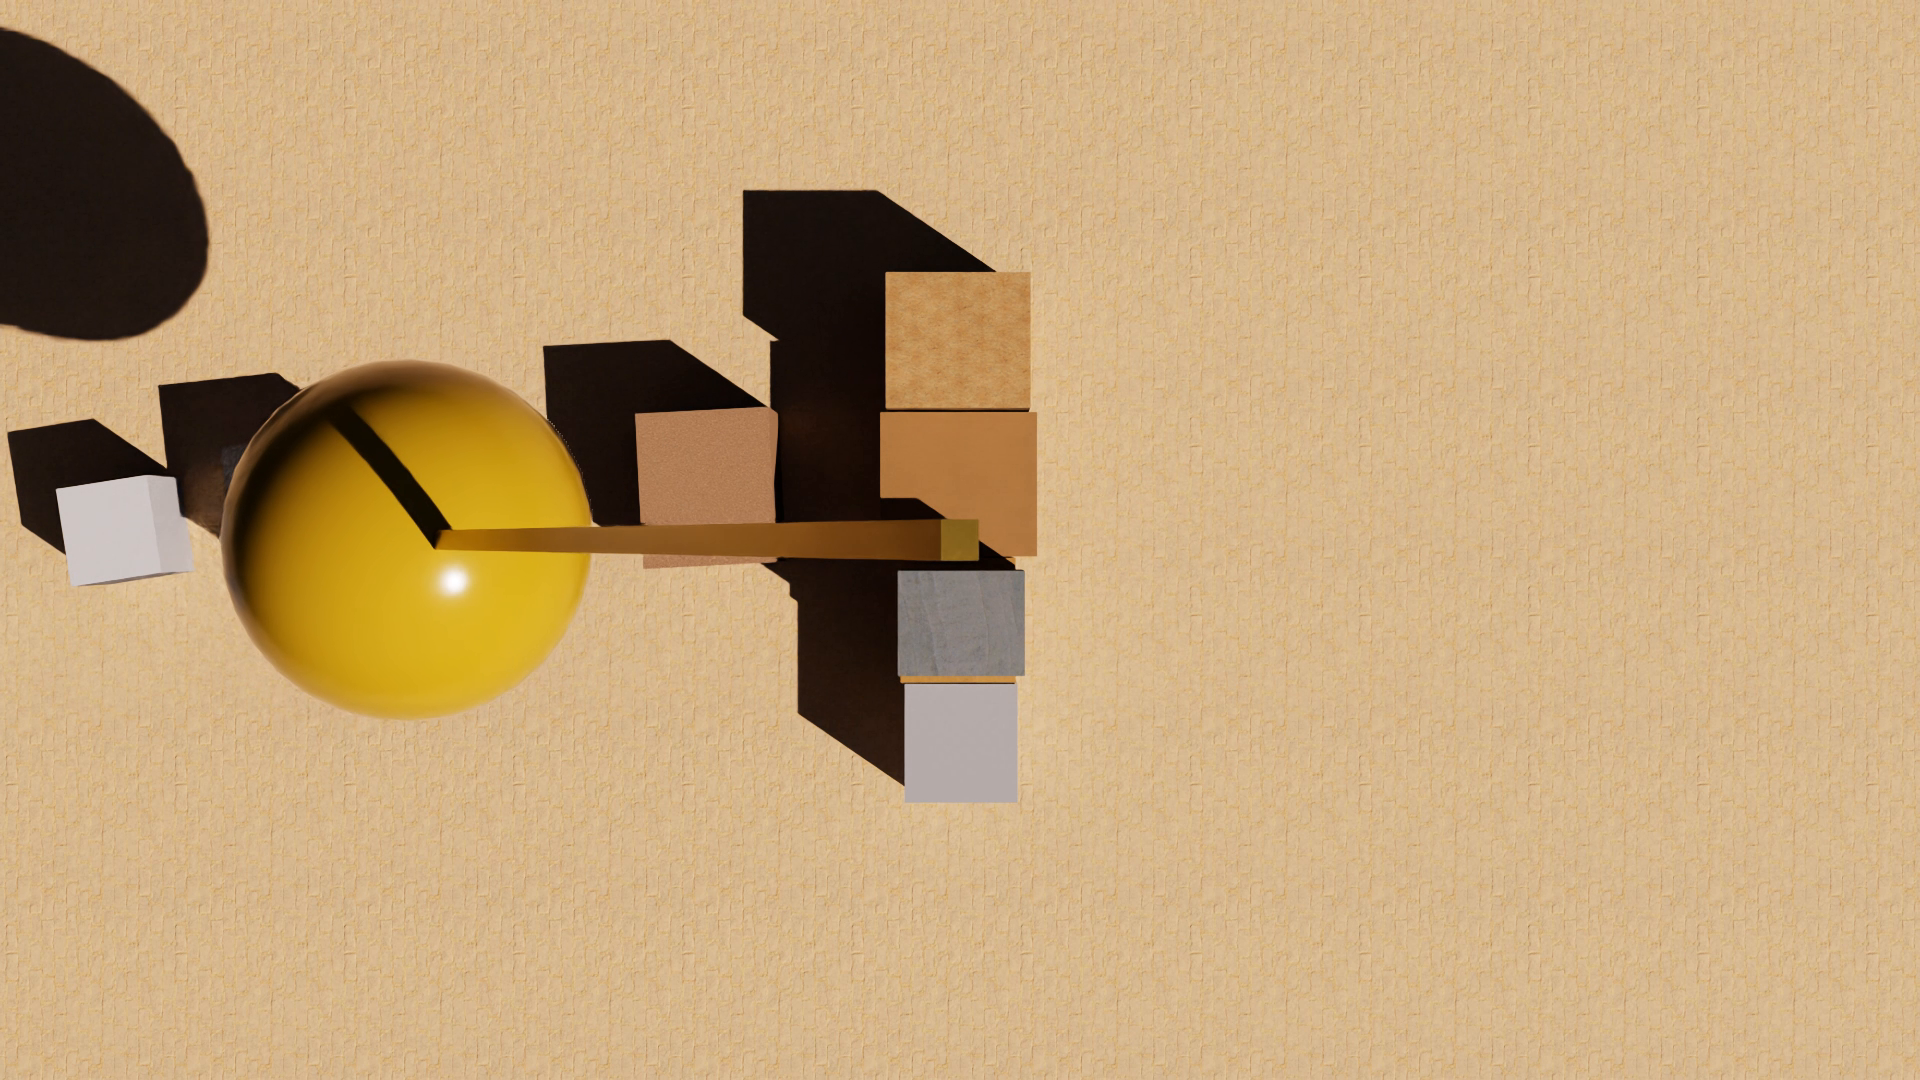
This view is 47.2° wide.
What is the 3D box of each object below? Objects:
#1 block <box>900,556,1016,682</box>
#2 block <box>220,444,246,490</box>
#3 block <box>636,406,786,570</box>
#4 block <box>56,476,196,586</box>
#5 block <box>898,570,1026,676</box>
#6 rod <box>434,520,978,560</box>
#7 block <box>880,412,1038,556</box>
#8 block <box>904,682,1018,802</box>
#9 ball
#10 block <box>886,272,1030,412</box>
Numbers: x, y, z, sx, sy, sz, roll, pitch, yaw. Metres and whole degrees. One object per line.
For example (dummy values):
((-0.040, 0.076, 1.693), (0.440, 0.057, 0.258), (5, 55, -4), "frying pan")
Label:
((-0.010, 0.448, 12.640), (0.642, 0.719, 0.696), (0, 90, 0), "block")
((-3.780, -0.201, 12.695), (0.703, 0.609, 0.723), (-6, 90, 0), "block")
((-1.424, -0.292, 12.657), (0.748, 0.686, 0.871), (-3, 90, 0), "block")
((-4.821, -0.052, 12.727), (0.518, 0.546, 0.559), (-9, 90, 0), "block")
((0.008, 0.443, 11.969), (0.674, 0.622, 0.558), (0, 90, 0), "block")
((-1.054, 0.000, 6.615), (0.080, 5.200, 0.080), (0, 90, -24), "rod")
((-0.007, -0.311, 12.640), (0.876, 0.720, 0.807), (0, 90, 0), "block")
((0.006, 1.138, 12.654), (0.632, 0.692, 0.664), (0, 90, 0), "block")
((-2.432, 0.000, 9.723), (1.600, 1.600, 1.600), (0, 90, 0), "ball")
((-0.010, -1.099, 12.535), (0.796, 0.931, 0.744), (0, 90, 0), "block")
